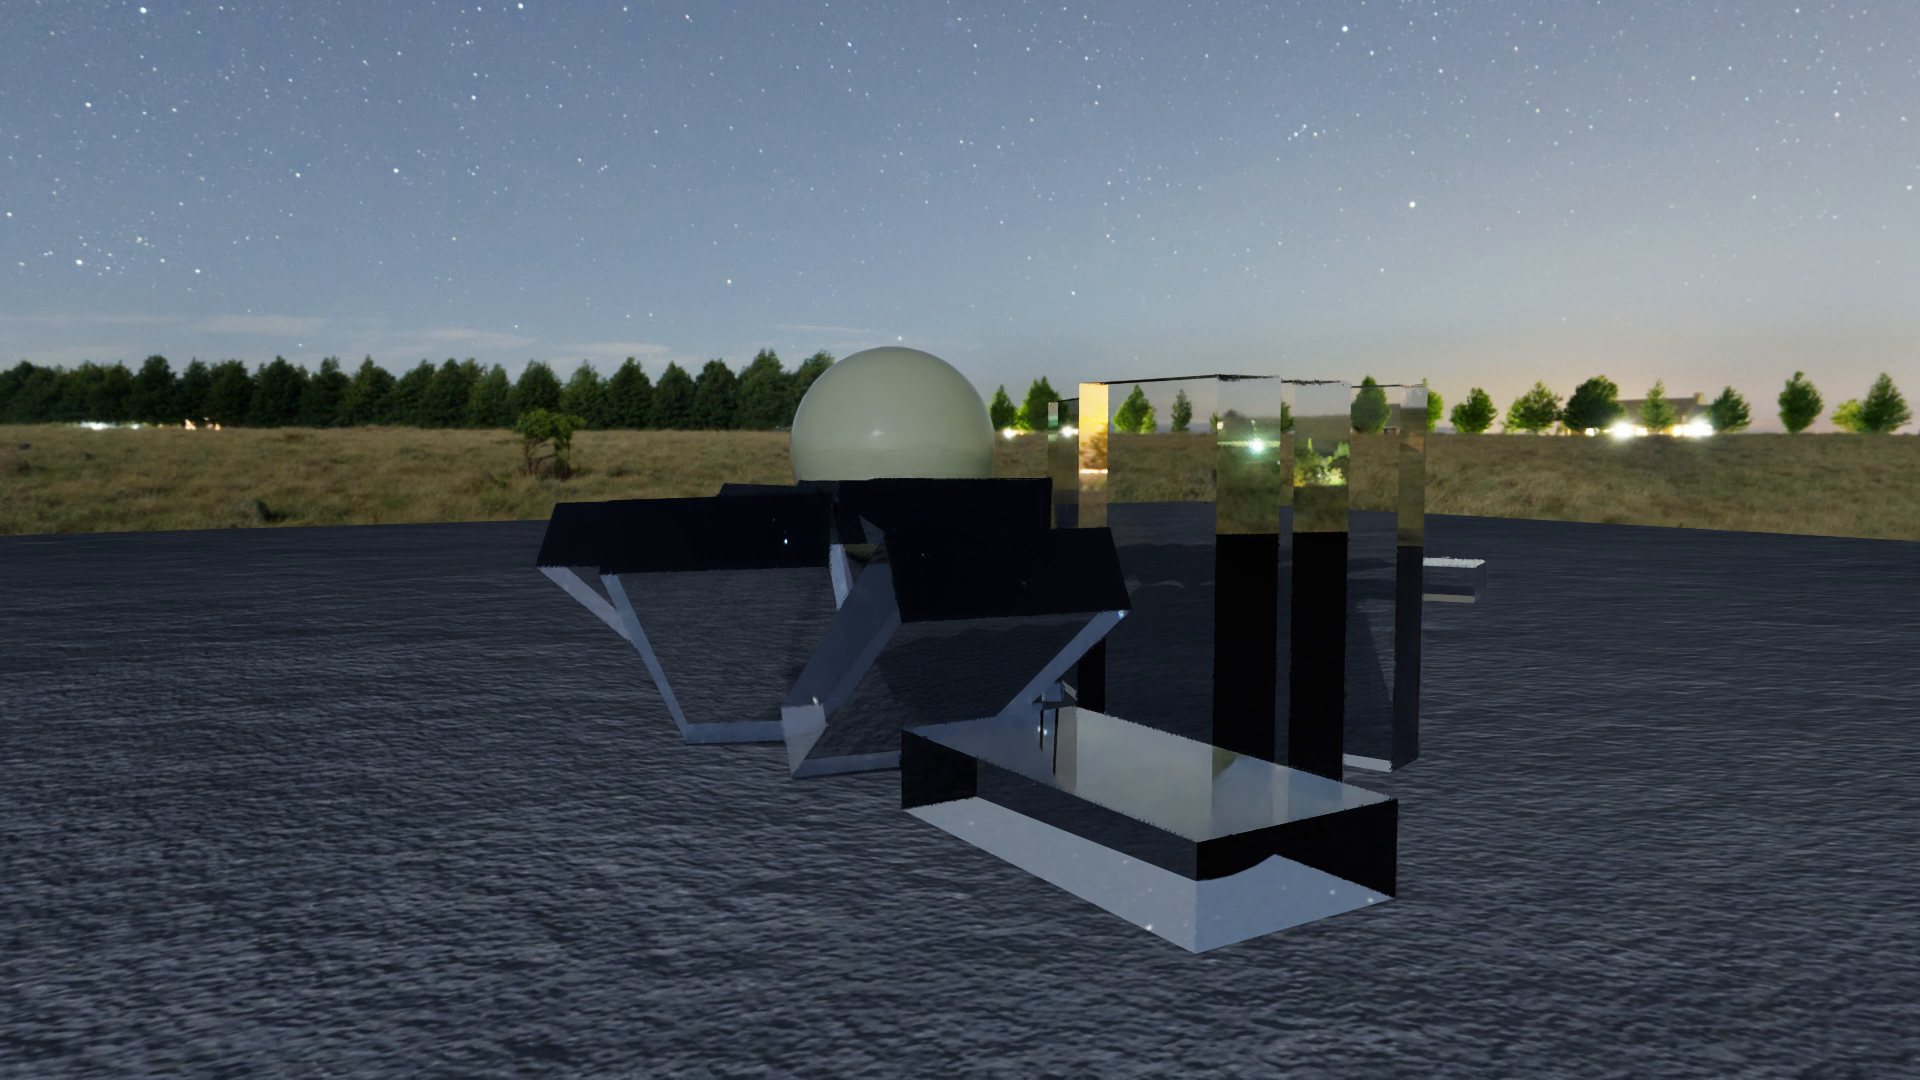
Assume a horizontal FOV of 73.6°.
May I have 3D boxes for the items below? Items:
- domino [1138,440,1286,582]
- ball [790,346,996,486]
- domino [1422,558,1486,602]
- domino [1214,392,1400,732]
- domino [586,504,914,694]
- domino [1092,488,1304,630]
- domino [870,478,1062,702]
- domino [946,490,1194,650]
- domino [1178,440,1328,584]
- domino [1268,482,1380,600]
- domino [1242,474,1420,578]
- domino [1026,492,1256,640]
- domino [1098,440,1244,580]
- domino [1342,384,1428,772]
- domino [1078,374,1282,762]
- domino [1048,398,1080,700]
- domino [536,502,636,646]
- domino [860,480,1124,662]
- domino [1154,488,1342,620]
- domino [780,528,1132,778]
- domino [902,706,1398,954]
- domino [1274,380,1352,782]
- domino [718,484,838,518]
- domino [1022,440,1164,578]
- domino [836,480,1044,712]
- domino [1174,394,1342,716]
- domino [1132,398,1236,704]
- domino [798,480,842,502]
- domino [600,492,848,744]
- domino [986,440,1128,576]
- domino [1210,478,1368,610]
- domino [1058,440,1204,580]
[{"bbox_3d":[0.078,-0.009,0.397,0.009,0.050,0.025,45,19,14],"label":"domino"},{"bbox_3d":[-0.026,-0.035,0.498,0.080,0.080,0.080,0,4,0],"label":"ball"},{"bbox_3d":[0.122,0.010,0.366,0.050,0.009,0.025,2,5,29],"label":"domino"},{"bbox_3d":[0.052,0.003,0.195,0.025,0.050,0.010,-1,4,-13],"label":"domino"},{"bbox_3d":[-0.033,0.010,0.209,0.025,0.010,0.050,3,-25,40],"label":"domino"},{"bbox_3d":[0.054,0.005,0.286,0.025,0.009,0.050,5,-23,42],"label":"domino"},{"bbox_3d":[0.002,0.009,0.194,0.025,0.010,0.050,0,-33,7],"label":"domino"},{"bbox_3d":[0.023,0.006,0.259,0.025,0.009,0.050,4,-25,46],"label":"domino"},{"bbox_3d":[0.090,-0.009,0.392,0.009,0.050,0.025,45,19,14],"label":"domino"},{"bbox_3d":[0.095,0.001,0.333,0.025,0.009,0.050,5,-22,19],"label":"domino"},{"bbox_3d":[0.110,-0.004,0.386,0.050,0.010,0.025,-23,-12,7],"label":"domino"},{"bbox_3d":[0.039,0.006,0.273,0.025,0.010,0.050,4,-23,45],"label":"domino"},{"bbox_3d":[0.066,-0.009,0.402,0.009,0.050,0.025,45,19,14],"label":"domino"},{"bbox_3d":[0.049,0.004,0.176,0.025,0.050,0.010,4,6,39],"label":"domino"},{"bbox_3d":[0.026,0.006,0.154,0.010,0.050,0.025,-3,5,-31],"label":"domino"},{"bbox_3d":[0.023,0.001,0.222,0.010,0.050,0.025,-1,4,-8],"label":"domino"},{"bbox_3d":[-0.035,0.011,0.185,0.025,0.010,0.050,-1,-28,19],"label":"domino"},{"bbox_3d":[0.007,0.006,0.244,0.025,0.010,0.050,4,-28,45],"label":"domino"},{"bbox_3d":[0.068,0.004,0.301,0.025,0.010,0.050,3,-24,38],"label":"domino"},{"bbox_3d":[-0.003,0.014,0.149,0.025,0.010,0.050,-2,-26,-22],"label":"domino"},{"bbox_3d":[0.017,0.028,0.135,0.025,0.009,0.050,-3,5,-32],"label":"domino"},{"bbox_3d":[0.037,0.005,0.166,0.009,0.050,0.025,-3,5,-32],"label":"domino"},{"bbox_3d":[-0.018,0.008,0.222,0.025,0.009,0.050,4,-28,45],"label":"domino"},{"bbox_3d":[0.043,-0.010,0.412,0.010,0.050,0.025,45,19,14],"label":"domino"},{"bbox_3d":[-0.001,0.010,0.178,0.025,0.010,0.050,1,-32,5],"label":"domino"},{"bbox_3d":[0.048,0.002,0.208,0.025,0.050,0.010,-2,5,-23],"label":"domino"},{"bbox_3d":[0.039,0.001,0.222,0.009,0.050,0.025,2,5,29],"label":"domino"},{"bbox_3d":[-0.007,0.007,0.234,0.025,0.010,0.050,3,-29,46],"label":"domino"},{"bbox_3d":[-0.027,0.012,0.163,0.025,0.009,0.050,-2,-30,-1],"label":"domino"},{"bbox_3d":[0.032,-0.011,0.418,0.009,0.050,0.025,45,19,14],"label":"domino"},{"bbox_3d":[0.081,0.002,0.313,0.025,0.009,0.050,7,-22,32],"label":"domino"},{"bbox_3d":[0.054,-0.010,0.406,0.009,0.050,0.025,45,18,14],"label":"domino"}]
